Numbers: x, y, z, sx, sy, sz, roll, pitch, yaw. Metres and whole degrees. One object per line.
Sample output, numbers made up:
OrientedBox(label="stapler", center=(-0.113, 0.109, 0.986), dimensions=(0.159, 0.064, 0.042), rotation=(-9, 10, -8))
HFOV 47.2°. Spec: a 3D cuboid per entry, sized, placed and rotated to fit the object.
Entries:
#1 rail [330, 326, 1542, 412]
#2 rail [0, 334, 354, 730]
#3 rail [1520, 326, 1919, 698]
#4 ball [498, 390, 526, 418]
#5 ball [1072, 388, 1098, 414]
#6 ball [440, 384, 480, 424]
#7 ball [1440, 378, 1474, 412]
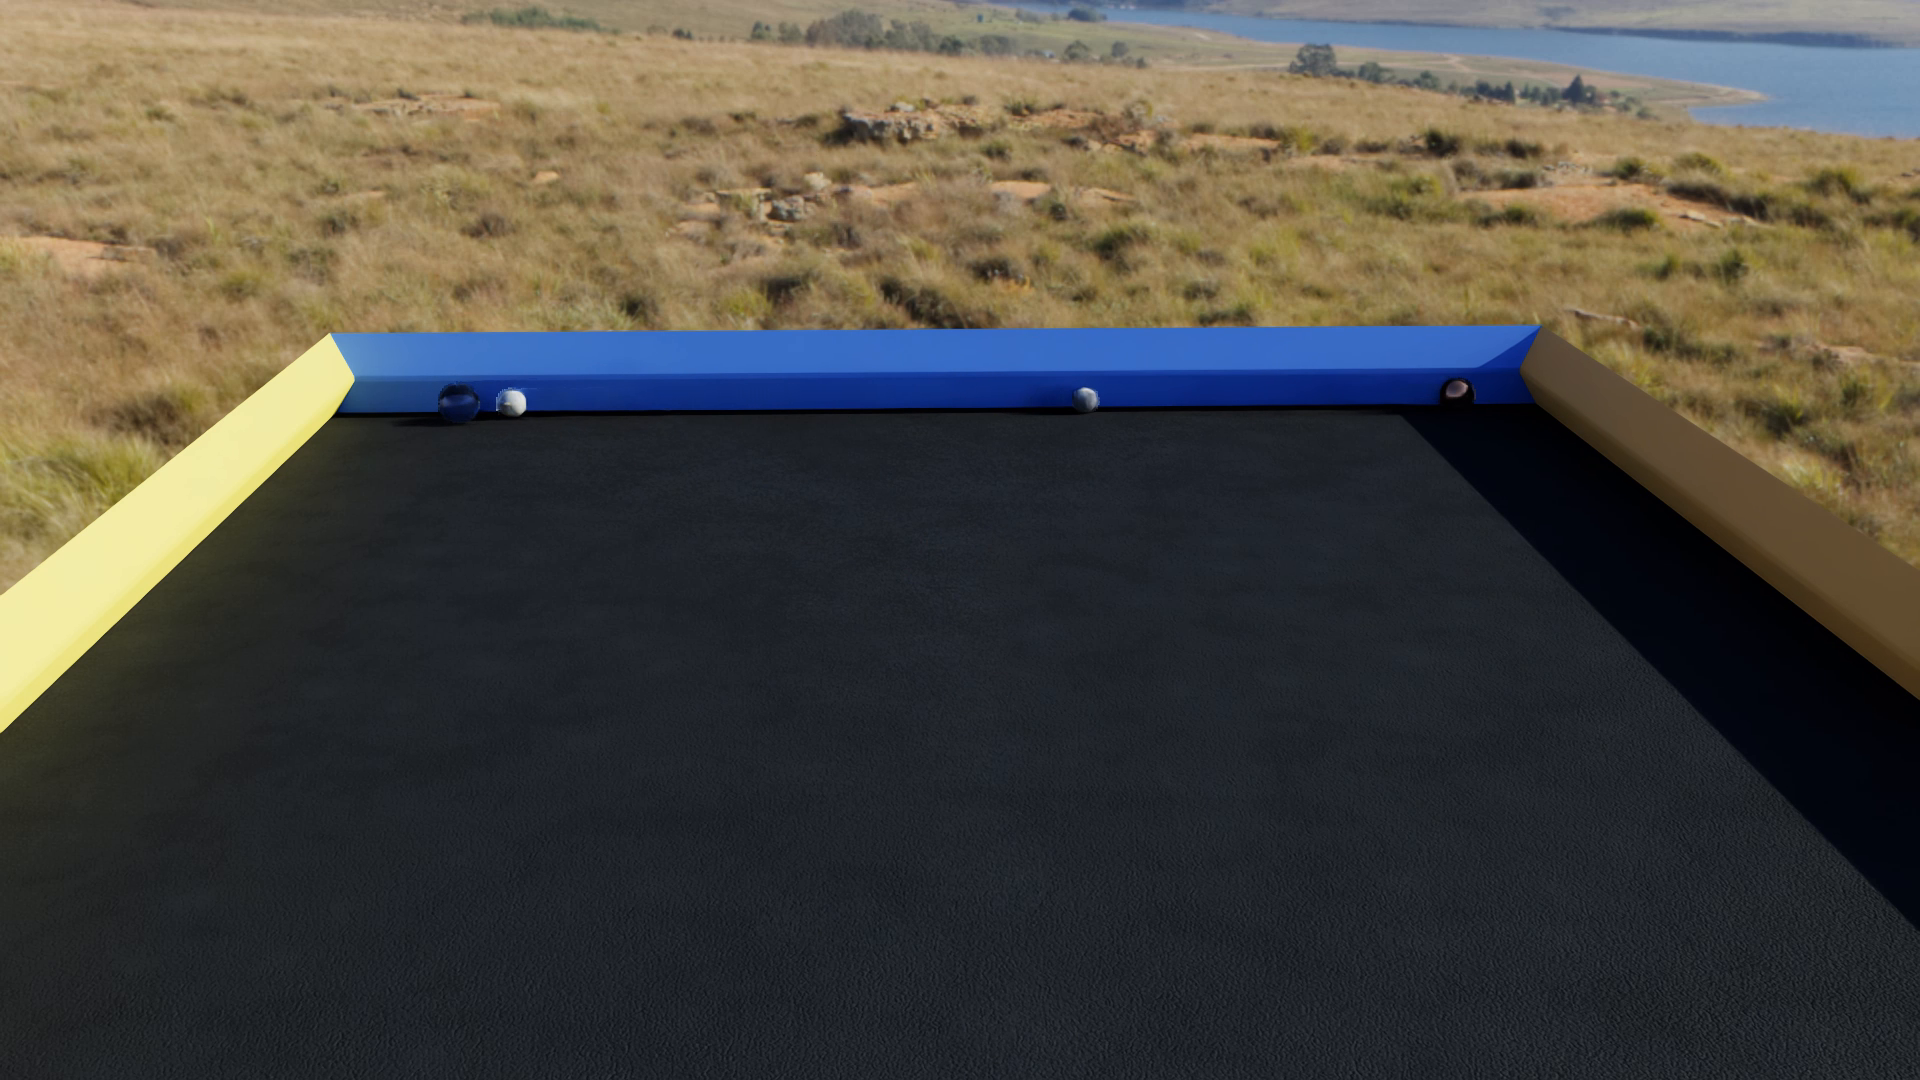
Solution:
OrientedBox(label="rail", center=(-0.029, -0.268, 3.499), dimensions=(1.936, 0.126, 0.045), rotation=(-1, 16, -2))
OrientedBox(label="rail", center=(-0.914, 0.209, 1.874), dimensions=(0.045, 0.126, 3.369), rotation=(-1, 16, -2))
OrientedBox(label="rail", center=(0.973, 0.190, 1.938), dimensions=(0.045, 0.126, 3.369), rotation=(-1, 16, -2))
OrientedBox(label="ball", center=(-0.706, -0.215, 3.466), dimensions=(0.044, 0.044, 0.044), rotation=(0, 16, 0))
OrientedBox(label="ball", center=(0.198, -0.222, 3.497), dimensions=(0.041, 0.041, 0.041), rotation=(0, 16, 0))
OrientedBox(label="ball", center=(-0.780, -0.213, 3.429), dimensions=(0.062, 0.062, 0.062), rotation=(0, 16, 0))
OrientedBox(label="ball", center=(0.791, -0.230, 3.504), dimensions=(0.053, 0.053, 0.053), rotation=(0, 16, 0))
